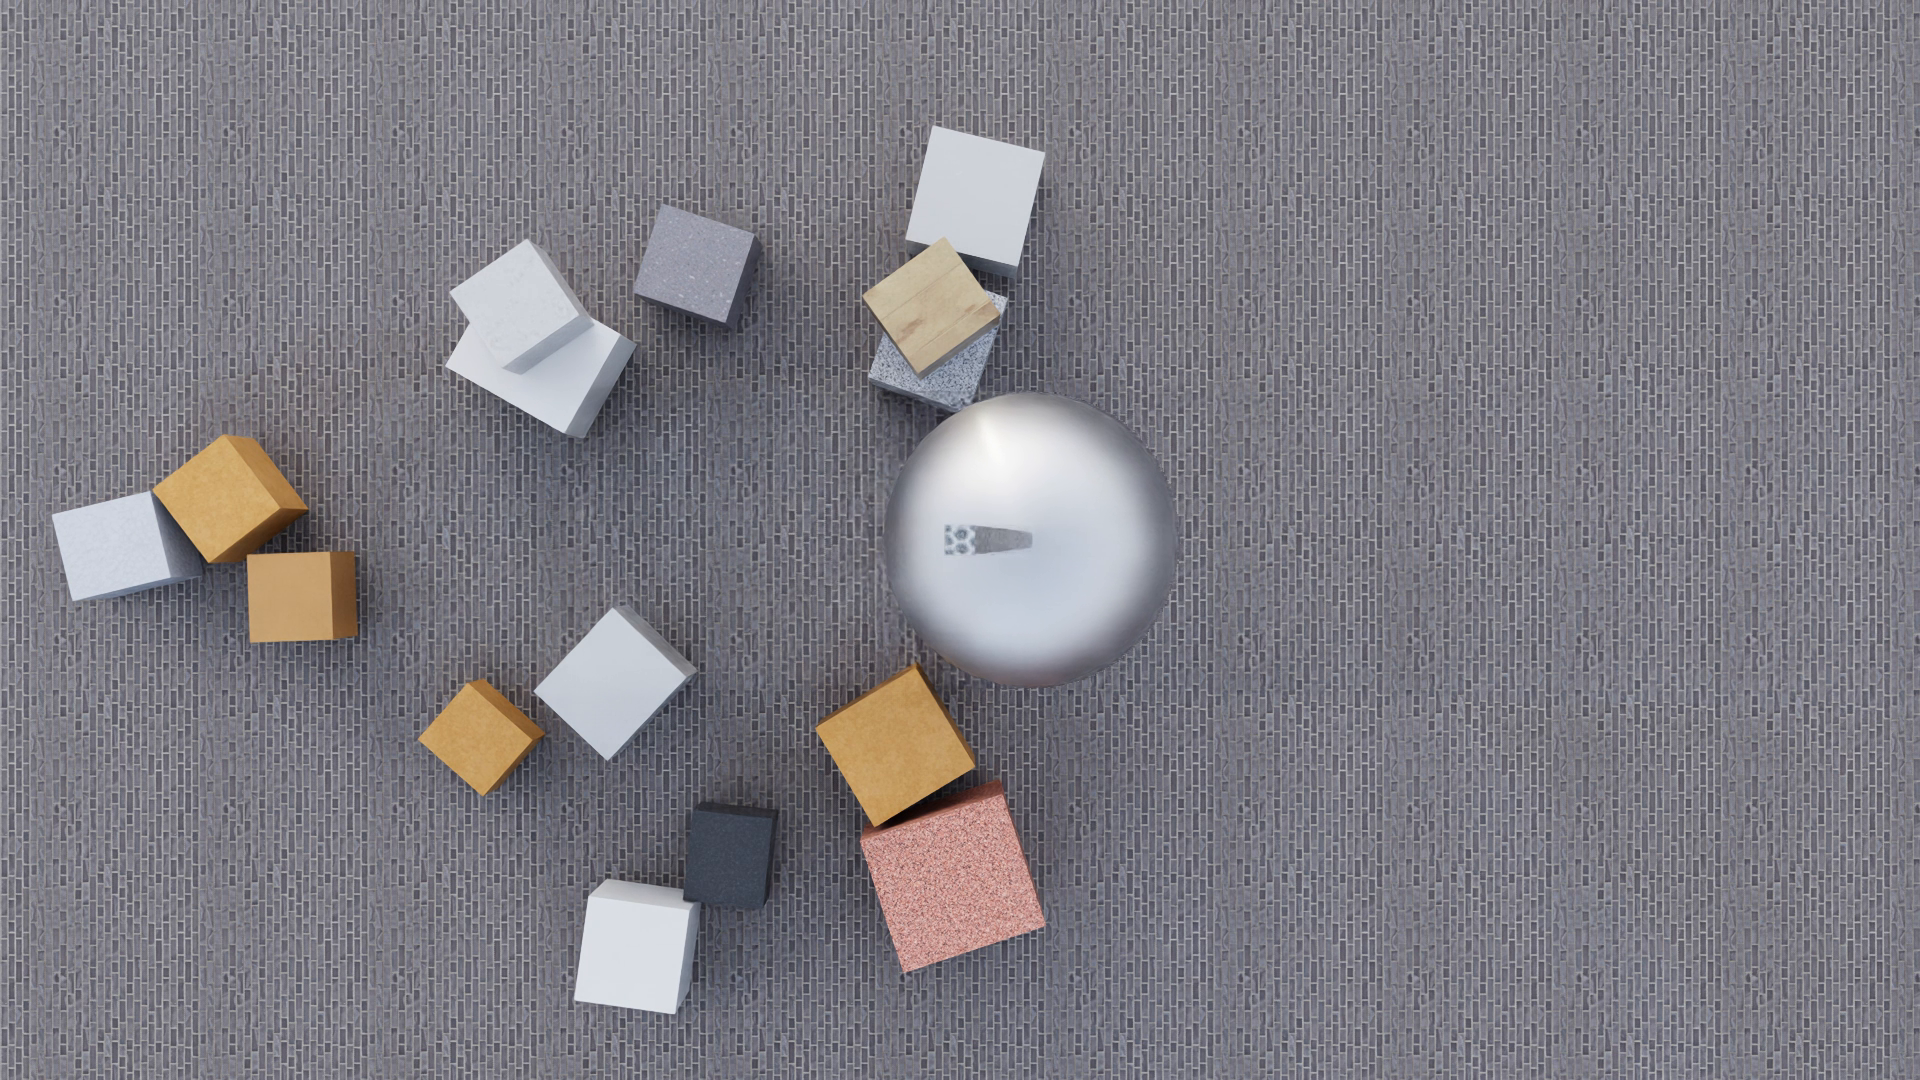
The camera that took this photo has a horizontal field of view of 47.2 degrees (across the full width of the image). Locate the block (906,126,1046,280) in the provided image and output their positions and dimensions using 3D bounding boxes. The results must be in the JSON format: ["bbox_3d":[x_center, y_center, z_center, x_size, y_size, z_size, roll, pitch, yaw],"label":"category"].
[{"bbox_3d":[0.087,-1.940,12.699,0.652,0.602,0.660,14,90,0],"label":"block"}]

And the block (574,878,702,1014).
[{"bbox_3d":[-1.844,2.333,12.678,0.572,0.643,0.590,8,90,0],"label":"block"}]

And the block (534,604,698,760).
[{"bbox_3d":[-1.976,0.814,12.706,0.575,0.588,0.649,43,90,0],"label":"block"}]

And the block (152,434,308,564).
[{"bbox_3d":[-4.212,-0.234,12.725,0.512,0.549,0.527,-38,90,0],"label":"block"}]

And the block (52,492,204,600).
[{"bbox_3d":[-4.806,0.034,12.725,0.571,0.550,0.503,-14,90,0],"label":"block"}]

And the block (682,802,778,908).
[{"bbox_3d":[-1.329,1.828,12.788,0.461,0.423,0.519,6,90,0],"label":"block"}]

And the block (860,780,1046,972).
[{"bbox_3d":[-0.039,1.910,12.613,0.835,0.773,0.773,-18,90,0],"label":"block"}]

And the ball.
[{"bbox_3d":[0.379,0.000,11.929,1.600,1.600,1.600,0,90,0],"label":"ball"}]

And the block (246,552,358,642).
[{"bbox_3d":[-3.805,0.324,12.743,0.471,0.514,0.500,-2,90,0],"label":"block"}]

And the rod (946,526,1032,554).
[{"bbox_3d":[0.164,0.000,8.536,0.080,5.200,0.080,0,90,4],"label":"rod"}]

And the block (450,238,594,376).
[{"bbox_3d":[-2.398,-1.273,12.094,0.508,0.523,0.496,-34,90,0],"label":"block"}]

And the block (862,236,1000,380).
[{"bbox_3d":[-0.155,-1.268,12.135,0.550,0.577,0.518,-36,90,0],"label":"block"}]

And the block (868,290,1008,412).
[{"bbox_3d":[-0.125,-1.144,12.712,0.594,0.576,0.685,20,90,0],"label":"block"}]

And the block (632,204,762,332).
[{"bbox_3d":[-1.513,-1.572,12.741,0.556,0.518,0.531,18,90,0],"label":"block"}]

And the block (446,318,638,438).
[{"bbox_3d":[-2.400,-1.066,12.678,0.768,0.644,0.642,30,90,0],"label":"block"}]

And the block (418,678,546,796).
[{"bbox_3d":[-2.774,1.143,12.790,0.496,0.419,0.429,41,90,0],"label":"block"}]

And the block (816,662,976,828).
[{"bbox_3d":[-0.364,1.165,12.676,0.661,0.648,0.651,-31,90,0],"label":"block"}]
